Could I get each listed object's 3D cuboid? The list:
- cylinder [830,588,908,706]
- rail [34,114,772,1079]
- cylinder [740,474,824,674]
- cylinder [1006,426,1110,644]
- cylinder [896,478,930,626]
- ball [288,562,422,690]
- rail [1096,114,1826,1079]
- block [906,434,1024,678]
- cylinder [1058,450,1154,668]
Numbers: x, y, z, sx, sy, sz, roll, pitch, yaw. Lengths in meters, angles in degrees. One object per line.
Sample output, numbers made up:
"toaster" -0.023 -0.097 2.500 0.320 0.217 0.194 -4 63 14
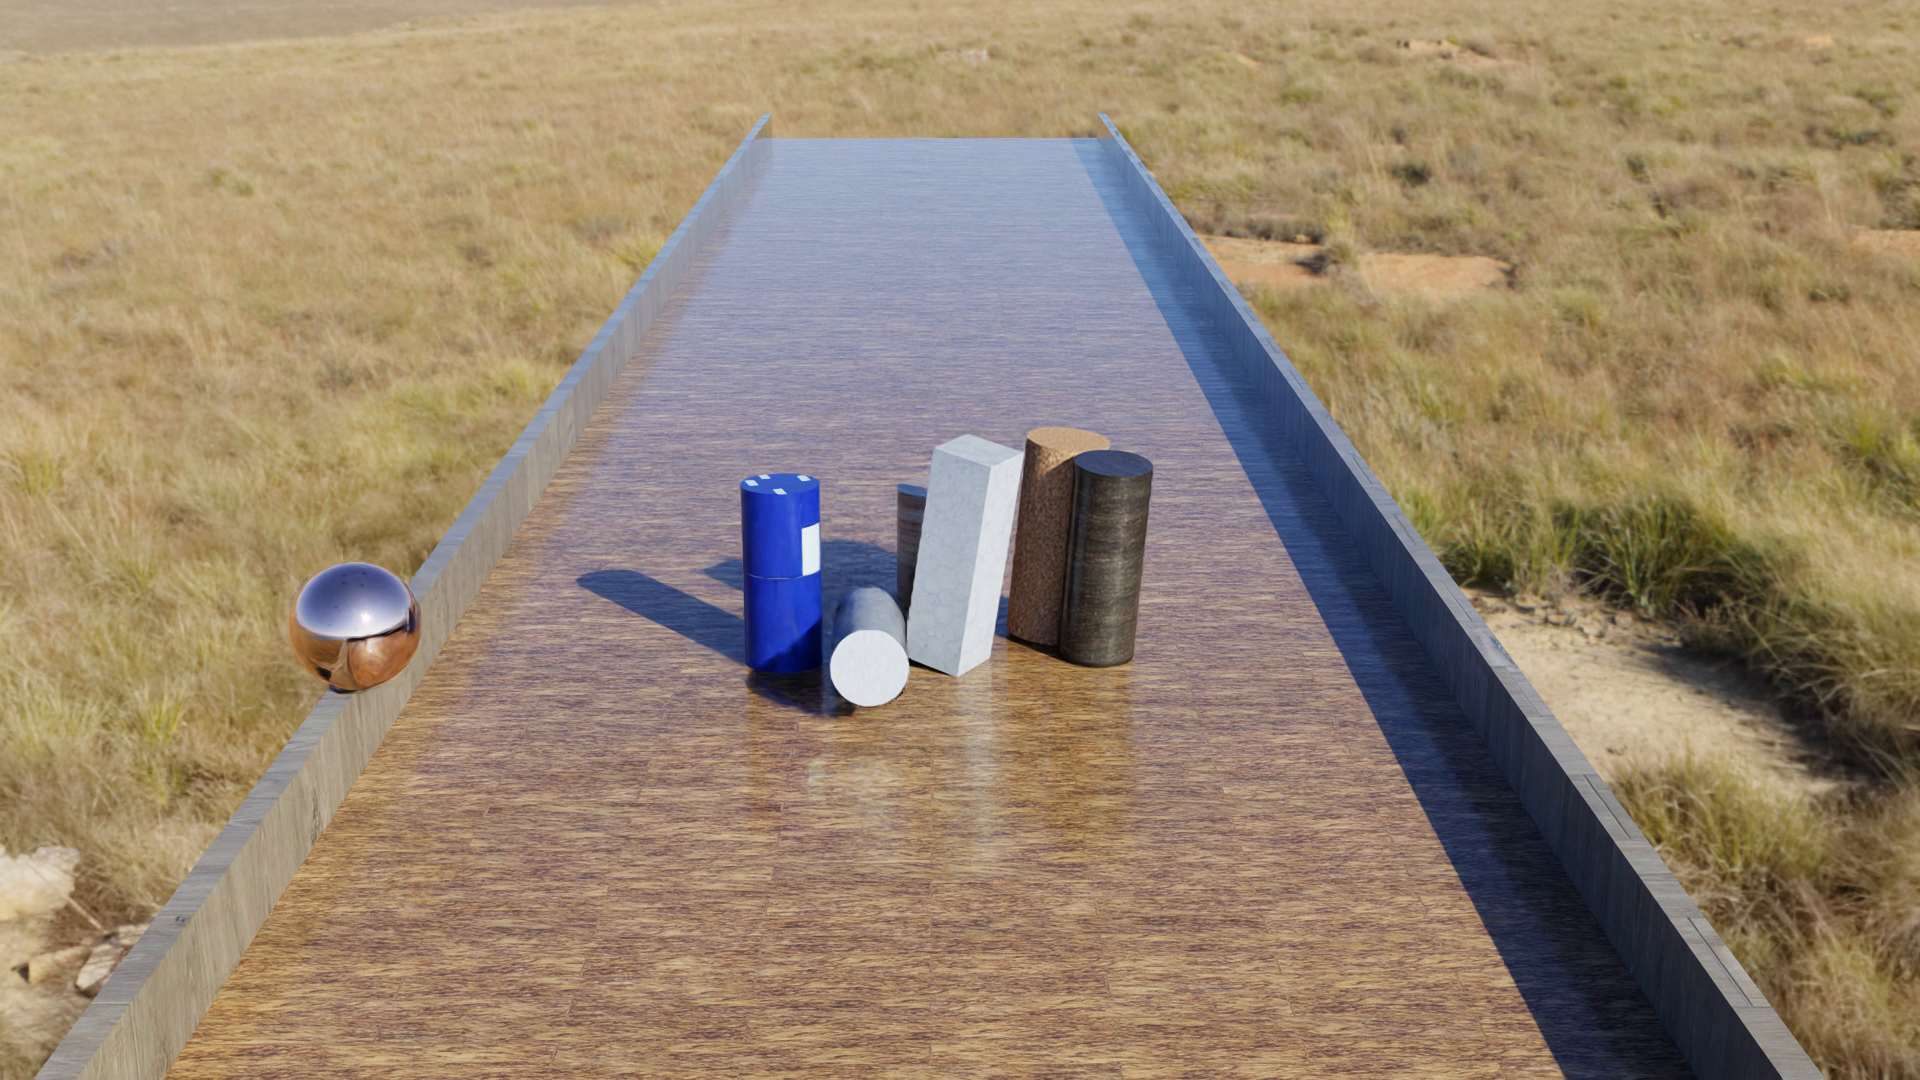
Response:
"cylinder" -0.174 0.199 4.215 0.143 0.143 0.421 -1 9 -2
"rail" -1.118 -0.838 7.780 0.050 0.150 12.000 0 17 -1
"cylinder" -0.353 0.065 4.364 0.156 0.367 0.156 0 17 0
"cylinder" 0.200 -0.009 4.505 0.170 0.414 0.170 5 19 -2
"cylinder" -0.048 0.038 4.560 0.163 0.307 0.163 0 17 0
"ball" -1.047 0.149 3.810 0.223 0.223 0.223 0 17 0
"rail" 0.932 -0.844 7.801 0.050 0.150 12.000 0 17 -1
"block" 0.005 0.031 4.318 0.128 0.444 0.128 20 24 25
"cylinder" 0.287 0.037 4.368 0.154 0.404 0.154 4 22 -1
